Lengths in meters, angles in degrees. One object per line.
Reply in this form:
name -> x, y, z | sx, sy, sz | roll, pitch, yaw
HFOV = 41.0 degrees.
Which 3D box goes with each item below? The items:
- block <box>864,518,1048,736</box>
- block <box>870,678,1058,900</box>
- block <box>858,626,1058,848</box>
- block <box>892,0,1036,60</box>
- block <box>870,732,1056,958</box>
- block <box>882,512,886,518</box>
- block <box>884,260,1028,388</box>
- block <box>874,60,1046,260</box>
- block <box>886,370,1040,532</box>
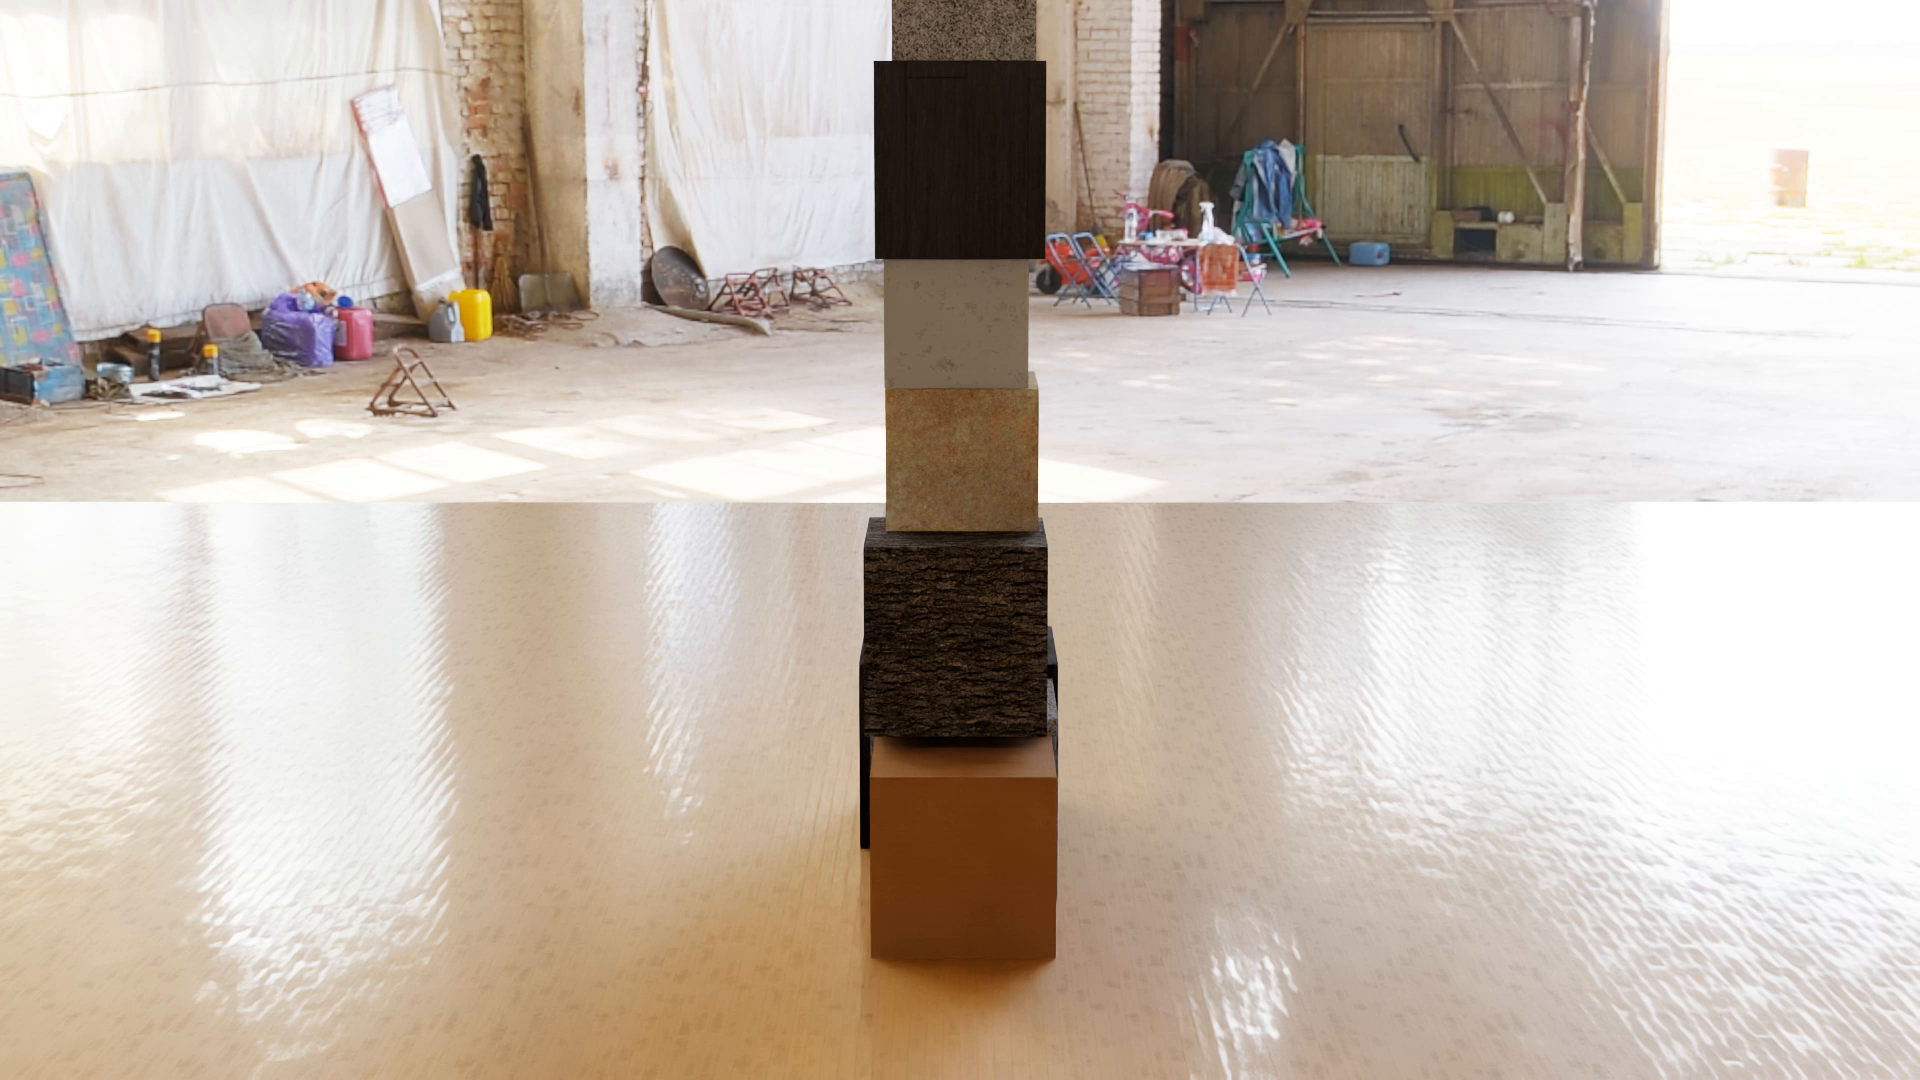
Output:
block -> -0.018, 0.357, 10.885 | 0.753, 0.795, 0.719 | 0, 10, 0
block -> 0.018, 1.089, 11.326 | 0.800, 0.804, 0.749 | 0, 10, 0
block -> -0.007, 0.917, 12.100 | 0.903, 0.867, 0.814 | 0, 10, 0
block -> 0.016, -2.319, 10.759 | 0.590, 0.609, 0.645 | 0, 10, 0
block -> 0.013, 1.248, 10.603 | 0.744, 0.751, 0.712 | 0, 10, 0
block -> -0.013, 0.243, 11.595 | 0.679, 0.639, 0.699 | 0, 10, 0
block -> -0.015, -0.957, 11.006 | 0.603, 0.542, 0.607 | 0, 10, 0
block -> 0.000, -1.621, 10.886 | 0.707, 0.809, 0.675 | 0, 10, 0
block -> 0.009, -0.394, 11.109 | 0.643, 0.602, 0.669 | 0, 10, 0
